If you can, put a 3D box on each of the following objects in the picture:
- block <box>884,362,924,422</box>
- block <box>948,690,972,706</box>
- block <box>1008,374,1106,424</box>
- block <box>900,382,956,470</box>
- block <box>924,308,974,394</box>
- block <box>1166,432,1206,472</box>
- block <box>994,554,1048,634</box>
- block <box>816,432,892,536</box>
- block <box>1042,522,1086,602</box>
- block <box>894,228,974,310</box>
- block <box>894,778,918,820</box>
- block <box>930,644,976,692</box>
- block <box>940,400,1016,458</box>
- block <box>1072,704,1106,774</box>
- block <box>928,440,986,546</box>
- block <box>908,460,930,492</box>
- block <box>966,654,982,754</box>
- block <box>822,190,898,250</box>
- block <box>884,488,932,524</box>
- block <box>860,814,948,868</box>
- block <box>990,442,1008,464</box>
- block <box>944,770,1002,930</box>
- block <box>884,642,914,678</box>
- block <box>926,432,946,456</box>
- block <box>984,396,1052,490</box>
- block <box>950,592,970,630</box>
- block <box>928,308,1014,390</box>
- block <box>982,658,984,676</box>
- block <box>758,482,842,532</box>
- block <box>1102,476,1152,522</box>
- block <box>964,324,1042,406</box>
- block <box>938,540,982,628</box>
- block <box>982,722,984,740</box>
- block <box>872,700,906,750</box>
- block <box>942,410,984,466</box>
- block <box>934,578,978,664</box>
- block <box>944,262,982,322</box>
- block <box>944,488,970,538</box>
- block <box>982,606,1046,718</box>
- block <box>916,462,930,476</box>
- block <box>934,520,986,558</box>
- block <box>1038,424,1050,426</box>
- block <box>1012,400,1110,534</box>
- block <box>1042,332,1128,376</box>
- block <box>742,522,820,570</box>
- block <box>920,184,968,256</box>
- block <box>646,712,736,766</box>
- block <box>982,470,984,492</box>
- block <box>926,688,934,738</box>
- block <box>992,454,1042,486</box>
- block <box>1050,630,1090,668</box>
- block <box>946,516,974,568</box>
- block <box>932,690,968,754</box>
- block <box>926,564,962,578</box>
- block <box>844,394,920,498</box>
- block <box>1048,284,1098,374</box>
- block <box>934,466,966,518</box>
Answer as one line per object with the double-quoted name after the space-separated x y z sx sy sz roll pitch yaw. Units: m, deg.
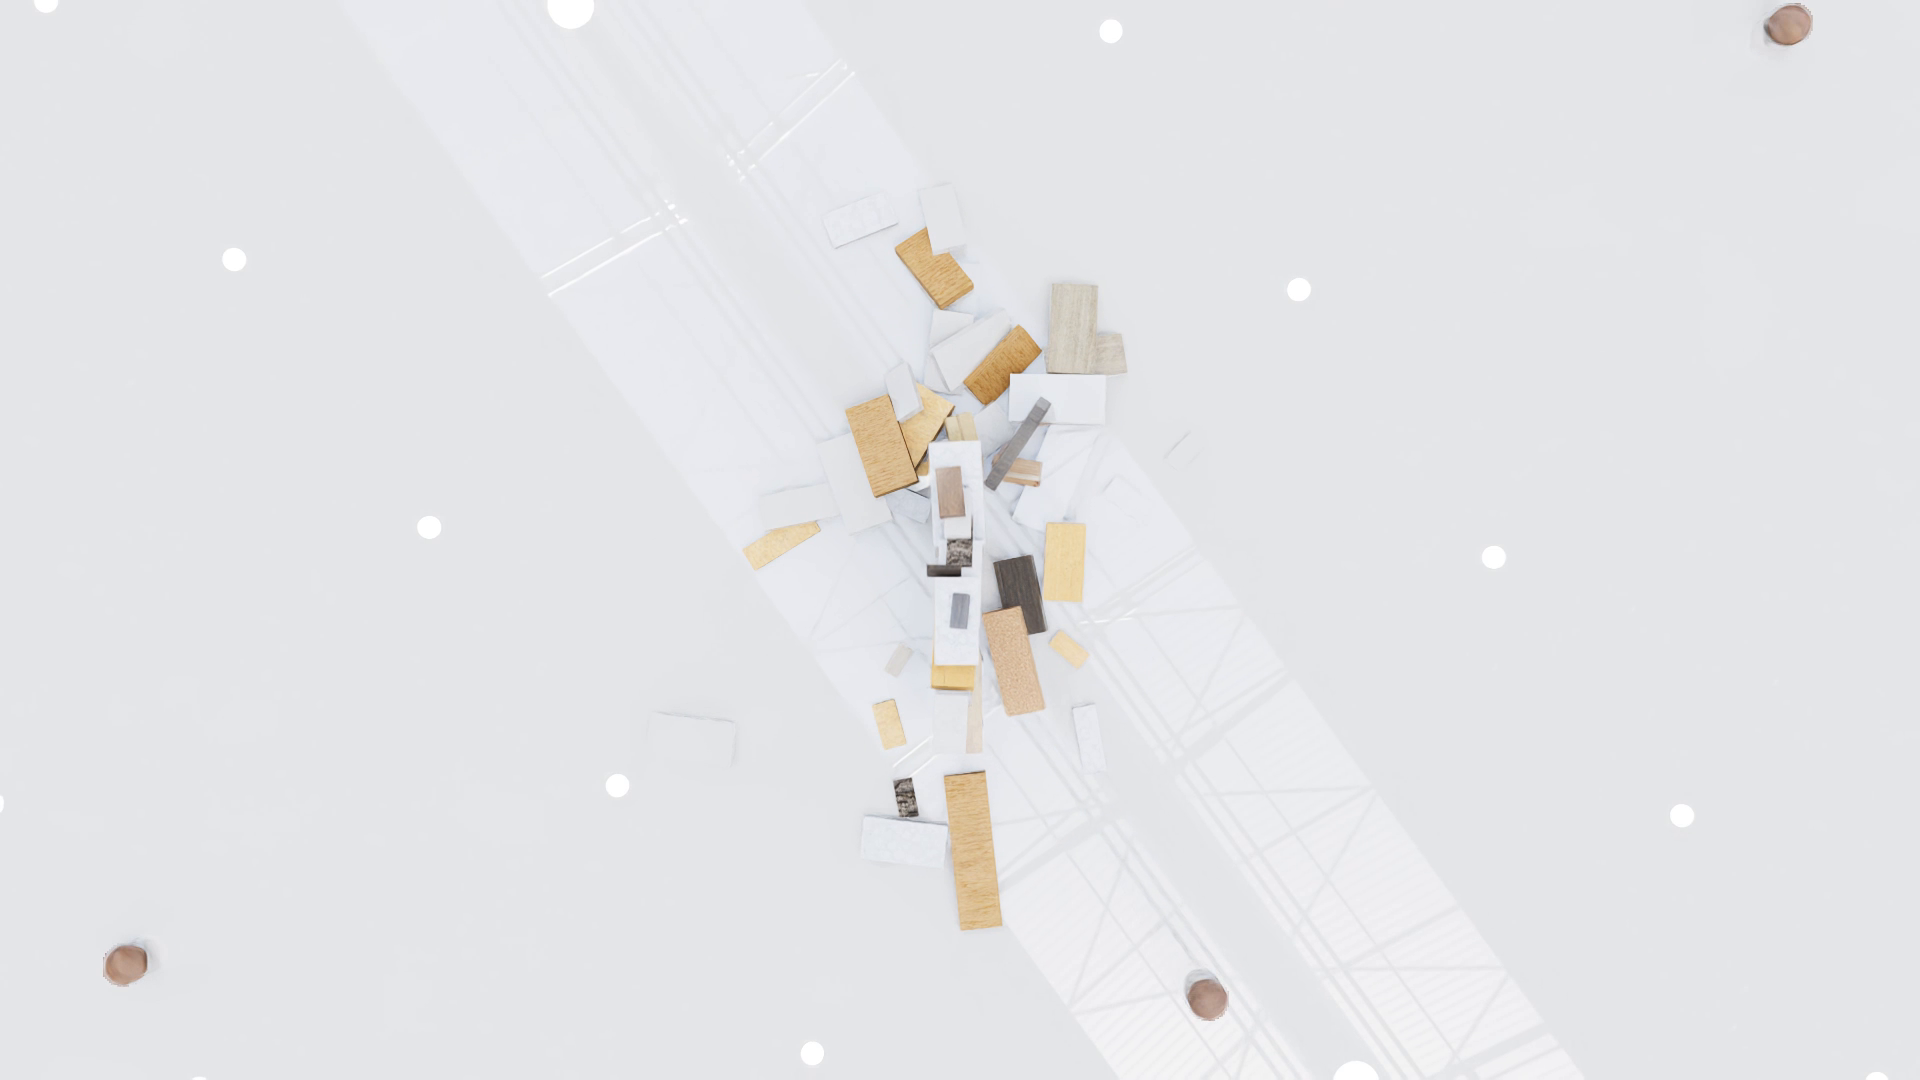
-0.184 -0.486 5.424 0.094 0.027 0.187 -31 57 23 "block"
-0.022 0.385 5.124 0.102 0.029 0.268 -3 67 -1 "block"
0.320 -0.462 5.408 0.312 0.044 0.156 2 87 9 "block"
-0.153 -0.356 5.437 0.145 0.041 0.290 32 93 10 "block"
-0.037 -0.623 5.451 0.133 0.038 0.266 8 103 0 "block"
0.750 -0.293 5.491 0.064 0.018 0.128 44 90 0 "block"
0.202 0.186 5.464 0.130 0.037 0.259 -12 90 16 "block"
-0.348 -0.189 5.439 0.153 0.043 0.318 -20 82 -3 "block"
0.346 0.072 5.454 0.130 0.037 0.259 2 102 0 "block"
-0.085 -0.896 5.433 0.133 0.038 0.266 -34 72 -8 "block"
-0.180 0.860 5.491 0.064 0.018 0.128 -11 90 0 "block"
-0.015 0.294 5.126 0.134 0.038 0.351 3 67 1 "block"
0.047 -0.328 5.451 0.264 0.037 0.132 -38 105 -6 "block"
0.431 0.662 5.489 0.077 0.022 0.222 -10 90 0 "block"
-0.009 -0.145 5.152 0.162 0.046 0.323 -3 90 0 "block"
-0.111 -0.218 5.489 0.152 0.022 0.076 -25 90 0 "block"
-0.008 0.514 5.171 0.153 0.043 0.307 -1 90 0 "block"
-0.332 -1.064 5.484 0.229 0.032 0.114 -22 90 0 "block"
-0.176 -0.125 5.473 0.165 0.023 0.082 23 102 -5 "block"
-0.186 1.001 5.474 0.280 0.040 0.140 6 90 2 "block"
0.146 -0.279 5.494 0.045 0.013 0.091 34 90 0 "block"
0.043 1.032 5.480 0.140 0.040 0.512 -6 90 0 "block"
-0.204 0.401 5.492 0.054 0.015 0.107 31 90 0 "block"
-0.124 -0.319 5.477 0.152 0.022 0.076 2 88 8 "block"
0.187 -0.312 5.340 0.044 0.156 0.312 33 107 -1 "block"
0.000 0.217 5.033 0.054 0.015 0.107 5 86 0 "block"
0.050 -0.627 5.414 0.290 0.041 0.145 -33 118 -14 "block"
-0.002 0.404 5.347 0.153 0.307 0.043 0 90 0 "block"
-0.478 -0.121 5.464 0.359 0.032 0.114 -12 81 -3 "block"
0.559 -0.136 5.489 0.154 0.022 0.077 37 90 0 "block"
0.141 -0.572 5.438 0.264 0.132 0.037 -46 49 0 "block"
-0.001 0.135 5.104 0.134 0.038 0.267 1 87 0 "block"
-0.002 0.609 5.347 0.153 0.307 0.043 0 90 0 "block"
-0.236 0.615 5.489 0.077 0.022 0.154 -16 90 0 "block"
0.013 -0.321 5.411 0.094 0.027 0.187 -16 101 -11 "block"
-0.010 0.249 5.057 0.134 0.038 0.267 0 86 0 "block"
-0.007 -0.787 5.481 0.133 0.038 0.266 6 90 0 "block"
-0.007 -0.083 5.088 0.081 0.023 0.161 0 68 0 "block"
0.177 0.401 5.451 0.130 0.037 0.351 -13 94 20 "block"
-0.142 -0.235 5.472 0.091 0.013 0.045 0 90 0 "block"
-0.001 -0.001 5.338 0.162 0.323 0.046 0 76 0 "block"
0.295 -0.428 5.446 0.187 0.027 0.094 -7 86 8 "block"
0.335 -0.264 5.478 0.156 0.044 0.486 22 90 0 "block"
0.415 -0.599 5.481 0.264 0.037 0.132 -9 90 0 "block"
-0.594 0.001 5.488 0.257 0.023 0.082 -32 90 0 "block"
-0.056 -1.058 5.448 0.114 0.032 0.229 -12 71 0 "block"
-0.894 0.661 5.480 0.280 0.040 0.140 7 90 0 "block"
-0.007 -0.195 5.338 0.162 0.323 0.046 -6 76 0 "block"
-0.044 0.556 5.135 0.102 0.029 0.203 -6 90 0 "block"
0.188 -0.229 5.449 0.165 0.023 0.082 10 100 19 "block"
0.364 0.365 5.491 0.128 0.018 0.064 41 90 0 "block"
-0.001 0.004 5.078 0.081 0.023 0.161 1 68 0 "block"
-0.030 0.561 5.066 0.102 0.029 0.203 1 113 -3 "block"
-0.049 0.095 5.059 0.107 0.054 0.015 1 60 0 "block"
-0.255 -0.307 5.403 0.153 0.043 0.305 -20 82 5 "block"
0.374 -0.692 5.447 0.153 0.043 0.305 3 79 2 "block"
-0.030 -0.147 5.089 0.081 0.023 0.161 -6 68 0 "block"
